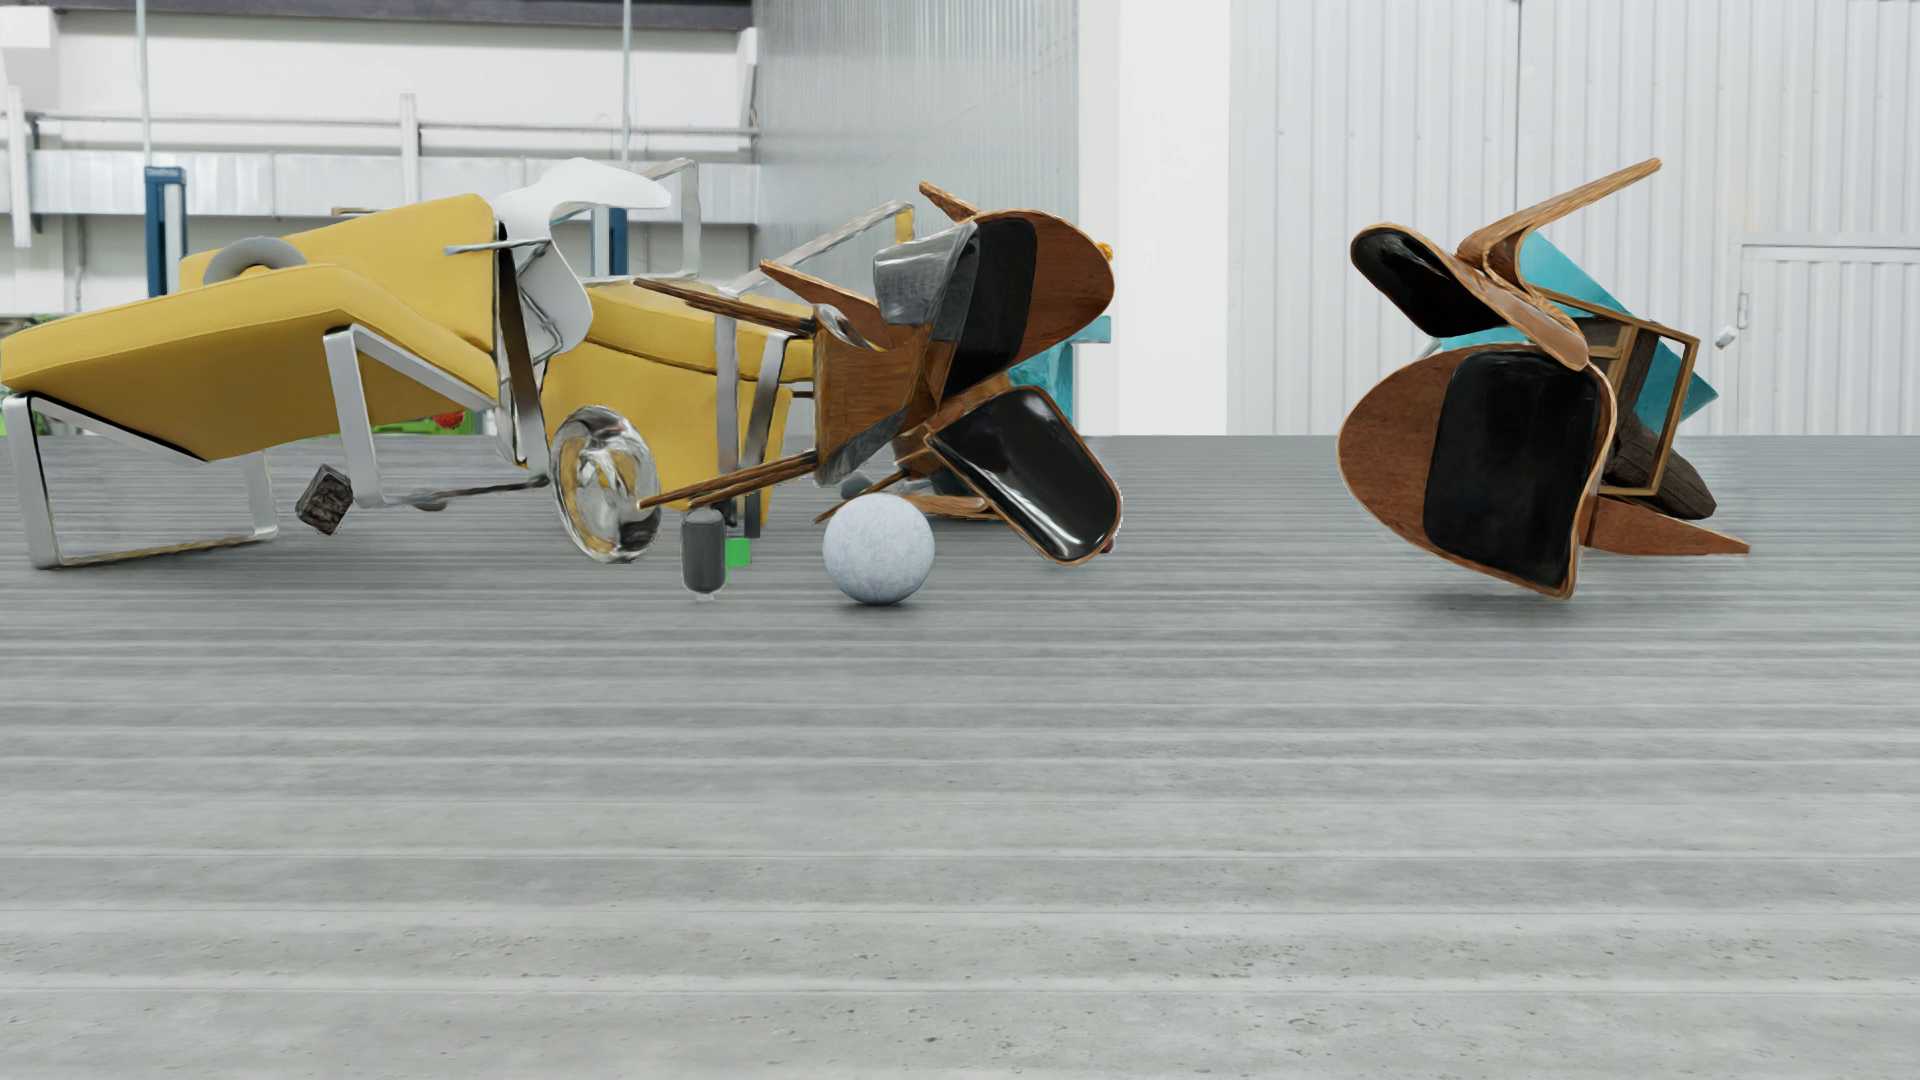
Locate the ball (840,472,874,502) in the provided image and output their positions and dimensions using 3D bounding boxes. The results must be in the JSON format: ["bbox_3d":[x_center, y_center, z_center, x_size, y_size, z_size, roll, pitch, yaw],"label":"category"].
[{"bbox_3d":[-0.395,-0.194,8.424,0.131,0.131,0.131,0,4,0],"label":"ball"}]

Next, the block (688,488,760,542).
[{"bbox_3d":[-0.703,-0.077,6.577,0.158,0.149,0.155,1,4,21],"label":"block"}]

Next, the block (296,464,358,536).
[{"bbox_3d":[-1.952,-0.125,6.777,0.110,0.163,0.174,32,0,-24],"label":"block"}]

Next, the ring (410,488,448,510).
[{"bbox_3d":[-1.969,-0.151,8.156,0.139,0.067,0.149,0,16,-35],"label":"ring"}]

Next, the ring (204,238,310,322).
[{"bbox_3d":[-1.805,-0.669,5.643,0.271,0.217,0.072,-19,24,-3],"label":"ring"}]

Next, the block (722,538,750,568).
[{"bbox_3d":[-0.570,0.032,5.580,0.039,0.068,0.077,2,4,23],"label":"block"}]

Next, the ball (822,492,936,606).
[{"bbox_3d":[-0.169,0.019,4.574,0.234,0.234,0.234,0,4,0],"label":"ball"}]

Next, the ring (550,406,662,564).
[{"bbox_3d":[-0.908,-0.138,5.620,0.364,0.424,0.126,16,28,38],"label":"ring"}]

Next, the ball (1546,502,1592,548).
[{"bbox_3d":[1.730,-0.044,6.252,0.128,0.128,0.128,0,4,0],"label":"ball"}]
